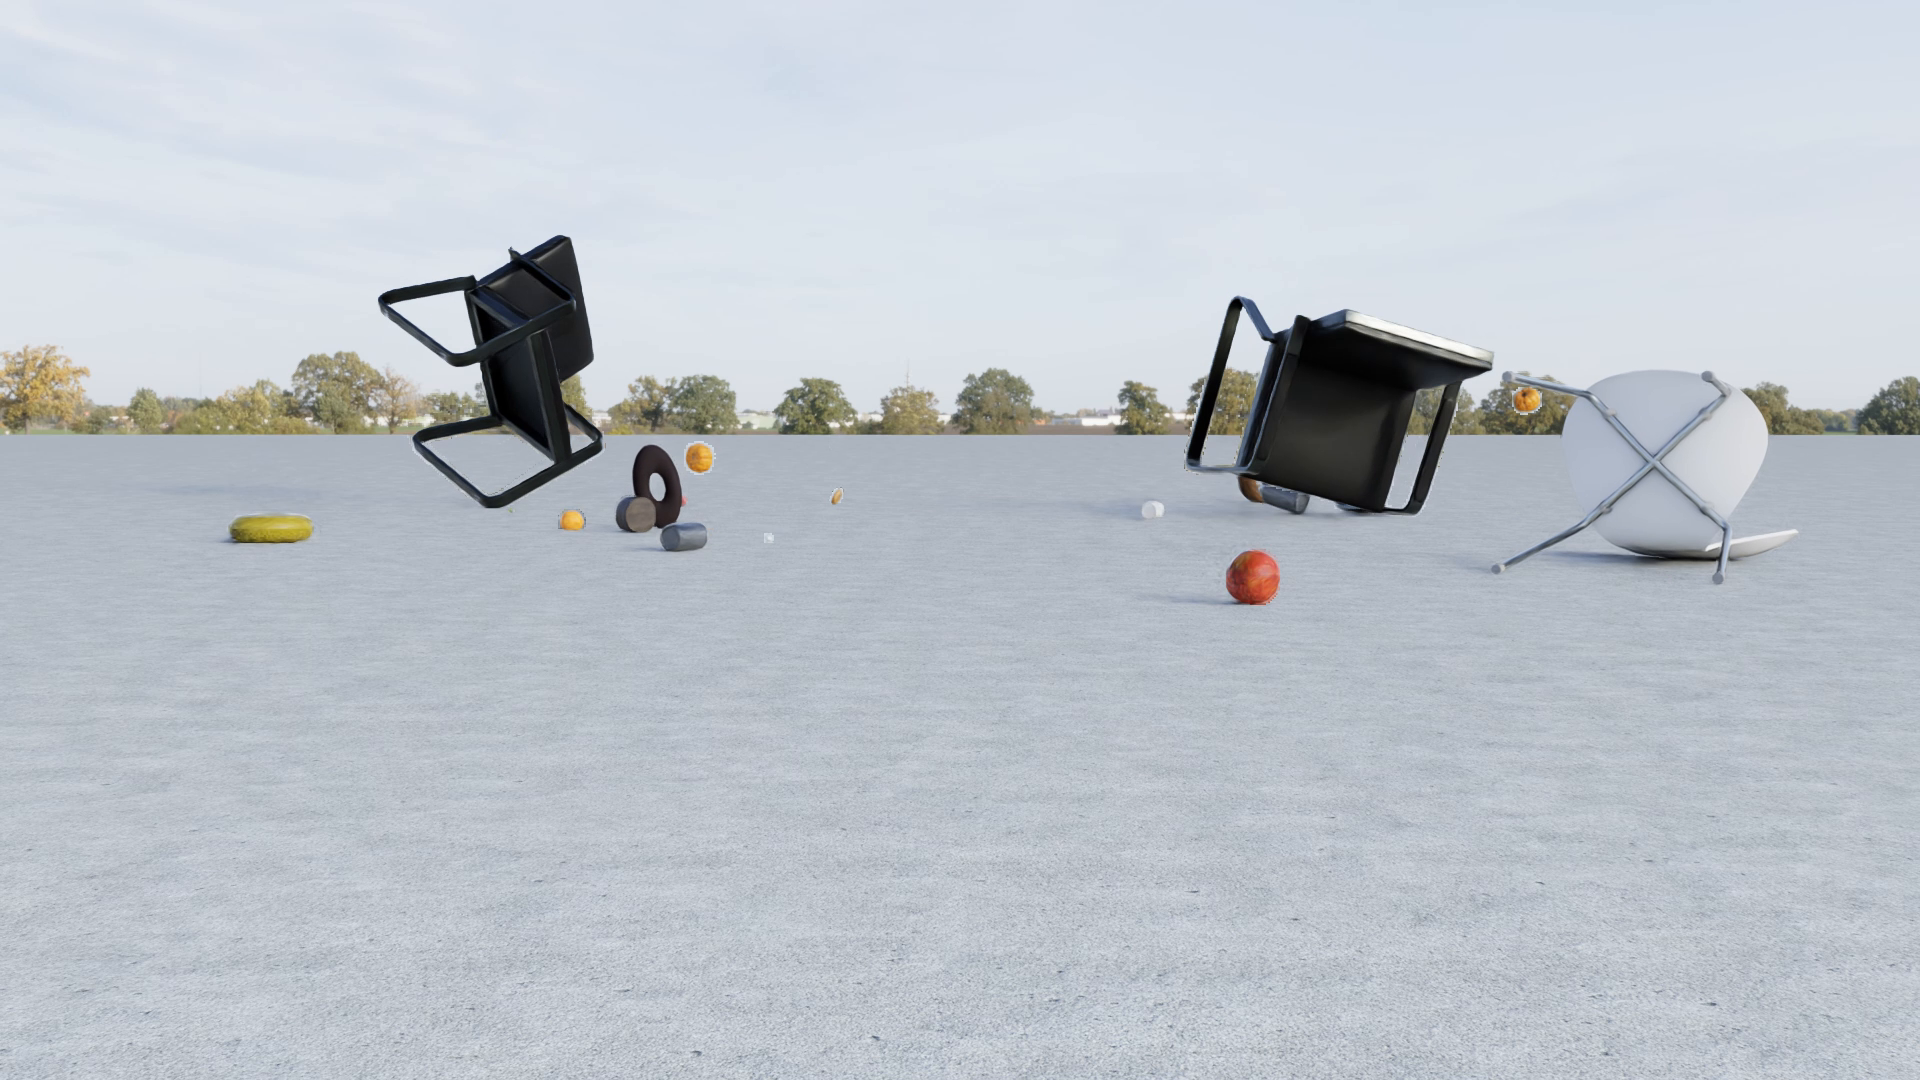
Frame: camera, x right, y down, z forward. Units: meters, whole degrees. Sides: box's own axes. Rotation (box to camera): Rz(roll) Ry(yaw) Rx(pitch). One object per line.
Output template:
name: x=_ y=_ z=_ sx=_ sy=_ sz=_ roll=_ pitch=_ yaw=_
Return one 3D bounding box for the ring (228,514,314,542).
ring: x=-2.035 y=-0.036 z=6.500 sx=0.242 sy=0.080 sz=0.240 roll=-1 pitch=3 yaw=-21

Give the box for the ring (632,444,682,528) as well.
ring: x=-0.969 y=-0.171 z=7.039 sx=0.152 sy=0.285 sz=0.040 roll=-17 pitch=18 yaw=-19

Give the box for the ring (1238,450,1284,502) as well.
ring: x=1.186 y=-0.252 z=8.667 sx=0.215 sy=0.214 sz=0.071 roll=42 pitch=-10 yaw=-30

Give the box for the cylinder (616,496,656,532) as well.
cylinder: x=-1.014 y=-0.080 z=6.884 sx=0.111 sy=0.113 sz=0.063 roll=-11 pitch=10 yaw=-39
